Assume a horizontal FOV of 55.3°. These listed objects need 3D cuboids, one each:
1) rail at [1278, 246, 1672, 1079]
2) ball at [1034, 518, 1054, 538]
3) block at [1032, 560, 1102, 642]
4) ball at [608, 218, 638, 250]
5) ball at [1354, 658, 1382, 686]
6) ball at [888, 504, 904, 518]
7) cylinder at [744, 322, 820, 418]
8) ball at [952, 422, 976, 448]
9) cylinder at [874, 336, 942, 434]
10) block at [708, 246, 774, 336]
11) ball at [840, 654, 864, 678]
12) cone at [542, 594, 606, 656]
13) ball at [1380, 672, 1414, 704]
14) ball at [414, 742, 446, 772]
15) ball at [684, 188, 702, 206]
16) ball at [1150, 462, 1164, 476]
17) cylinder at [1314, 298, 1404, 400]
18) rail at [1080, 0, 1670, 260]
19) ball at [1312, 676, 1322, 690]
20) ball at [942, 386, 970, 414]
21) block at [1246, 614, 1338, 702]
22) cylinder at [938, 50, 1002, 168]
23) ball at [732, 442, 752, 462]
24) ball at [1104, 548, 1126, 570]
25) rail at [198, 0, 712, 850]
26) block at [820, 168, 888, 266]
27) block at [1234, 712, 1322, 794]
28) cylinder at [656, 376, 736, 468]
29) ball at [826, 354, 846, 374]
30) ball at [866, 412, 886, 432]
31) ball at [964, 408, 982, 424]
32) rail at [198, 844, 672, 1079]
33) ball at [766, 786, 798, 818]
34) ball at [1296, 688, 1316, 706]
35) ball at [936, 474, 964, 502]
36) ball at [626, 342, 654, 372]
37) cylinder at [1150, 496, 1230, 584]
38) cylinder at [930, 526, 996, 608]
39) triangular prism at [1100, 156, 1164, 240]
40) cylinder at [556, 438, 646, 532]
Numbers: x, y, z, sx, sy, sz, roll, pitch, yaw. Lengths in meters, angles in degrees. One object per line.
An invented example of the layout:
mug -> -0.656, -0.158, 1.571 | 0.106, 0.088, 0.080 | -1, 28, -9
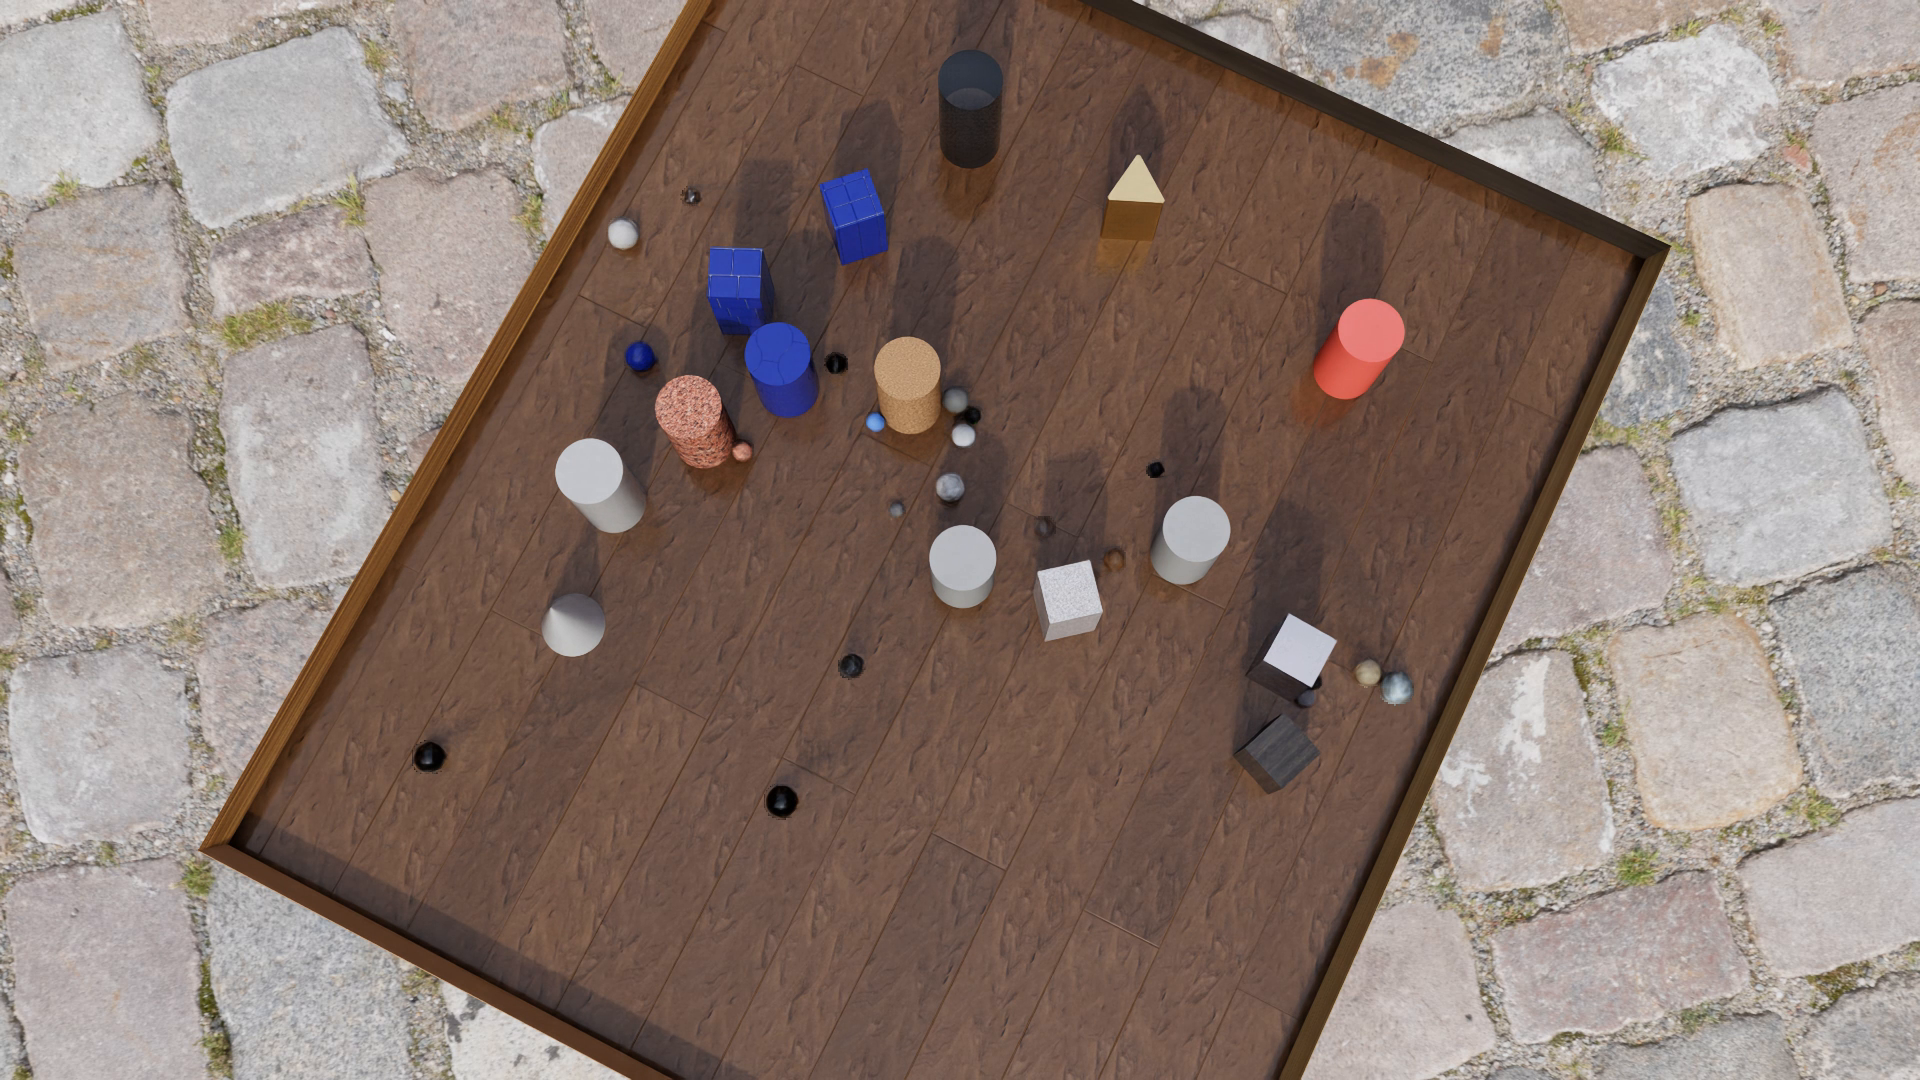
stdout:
rail -> 1.374, 0.680, 5.411 | 0.045, 0.126, 3.627 | 26, 80, 5
ball -> 0.257, -0.036, 5.592 | 0.062, 0.062, 0.062 | 0, 78, 0
block -> 0.314, 0.183, 5.403 | 0.155, 0.344, 0.155 | -12, 79, -3
ball -> -1.060, -0.963, 5.766 | 0.097, 0.097, 0.097 | 0, 78, 0
ball -> 1.224, 0.395, 5.494 | 0.080, 0.080, 0.080 | 0, 78, 0
ball -> -0.195, -0.091, 5.612 | 0.045, 0.045, 0.045 | 0, 78, 0
cylinder -> -0.535, -0.510, 5.544 | 0.194, 0.349, 0.194 | 0, 78, 0
ball -> 0.010, -0.323, 5.646 | 0.074, 0.074, 0.074 | 0, 78, 0
cylinder -> -0.153, -0.461, 5.521 | 0.194, 0.375, 0.194 | 0, 78, 0
block -> -0.666, -0.755, 5.592 | 0.155, 0.354, 0.155 | 2, 78, 0
ball -> -0.324, 0.377, 5.503 | 0.070, 0.070, 0.070 | 0, 78, 0
cone -> -1.174, 0.225, 5.409 | 0.194, 0.316, 0.194 | 0, 78, 0
ball -> 1.306, 0.440, 5.477 | 0.095, 0.095, 0.095 | 0, 78, 0
ball -> -1.573, 0.645, 5.437 | 0.089, 0.089, 0.089 | 0, 78, 0
ball -> -0.850, -1.089, 5.813 | 0.056, 0.056, 0.056 | 0, 78, 0
ball -> 0.605, -0.217, 5.639 | 0.045, 0.045, 0.045 | 0, 78, 0
cylinder -> 1.200, -0.573, 5.538 | 0.194, 0.387, 0.194 | 0, 78, 0
rail -> 0.800, -1.561, 5.874 | 3.121, 0.126, 0.045 | 26, 80, 5
ball -> 1.064, 0.426, 5.504 | 0.048, 0.048, 0.048 | 0, 78, 0
ball -> -0.014, -0.434, 5.662 | 0.086, 0.086, 0.086 | 0, 78, 0
block -> 0.966, 0.348, 5.367 | 0.155, 0.347, 0.155 | 30, 80, 6
cylinder -> 0.031, -1.327, 5.669 | 0.194, 0.435, 0.194 | 0, 78, 0
ball -> -0.669, -0.273, 5.641 | 0.062, 0.062, 0.062 | 0, 78, 0
ball -> 0.469, 0.059, 5.570 | 0.067, 0.067, 0.067 | 0, 78, 0
rail -> -1.374, -0.666, 5.689 | 0.045, 0.126, 3.627 | 26, 80, 5
block -> -0.326, -0.995, 5.667 | 0.155, 0.305, 0.155 | -19, 79, -4
block -> 0.925, 0.627, 5.362 | 0.155, 0.245, 0.155 | -41, 81, -8
cylinder -> -0.791, -0.352, 5.511 | 0.194, 0.350, 0.194 | 0, 78, 0
ball -> -0.385, -0.545, 5.698 | 0.062, 0.062, 0.062 | 0, 78, 0
ball -> -0.259, -0.364, 5.662 | 0.058, 0.058, 0.058 | 0, 78, 0
ball -> 0.041, -0.385, 5.670 | 0.051, 0.051, 0.051 | 0, 78, 0
rail -> -0.800, 1.574, 5.225 | 3.121, 0.126, 0.045 | 26, 80, 5
ball -> -0.525, 0.771, 5.409 | 0.093, 0.093, 0.093 | 0, 78, 0
ball -> 1.036, 0.469, 5.490 | 0.057, 0.057, 0.057 | 0, 78, 0
ball -> -0.031, -0.161, 5.605 | 0.087, 0.087, 0.087 | 0, 78, 0
ball -> -0.993, -0.568, 5.688 | 0.090, 0.090, 0.090 | 0, 78, 0
cylinder -> 0.679, 0.005, 5.432 | 0.194, 0.359, 0.194 | 0, 78, 0
cylinder -> 0.008, 0.082, 5.445 | 0.194, 0.302, 0.194 | 0, 78, 0
triangular prism -> 0.534, -1.060, 5.674 | 0.168, 0.317, 0.145 | 4, 78, 1
cylinder -> -1.062, -0.157, 5.445 | 0.194, 0.399, 0.194 | 0, 78, 0
